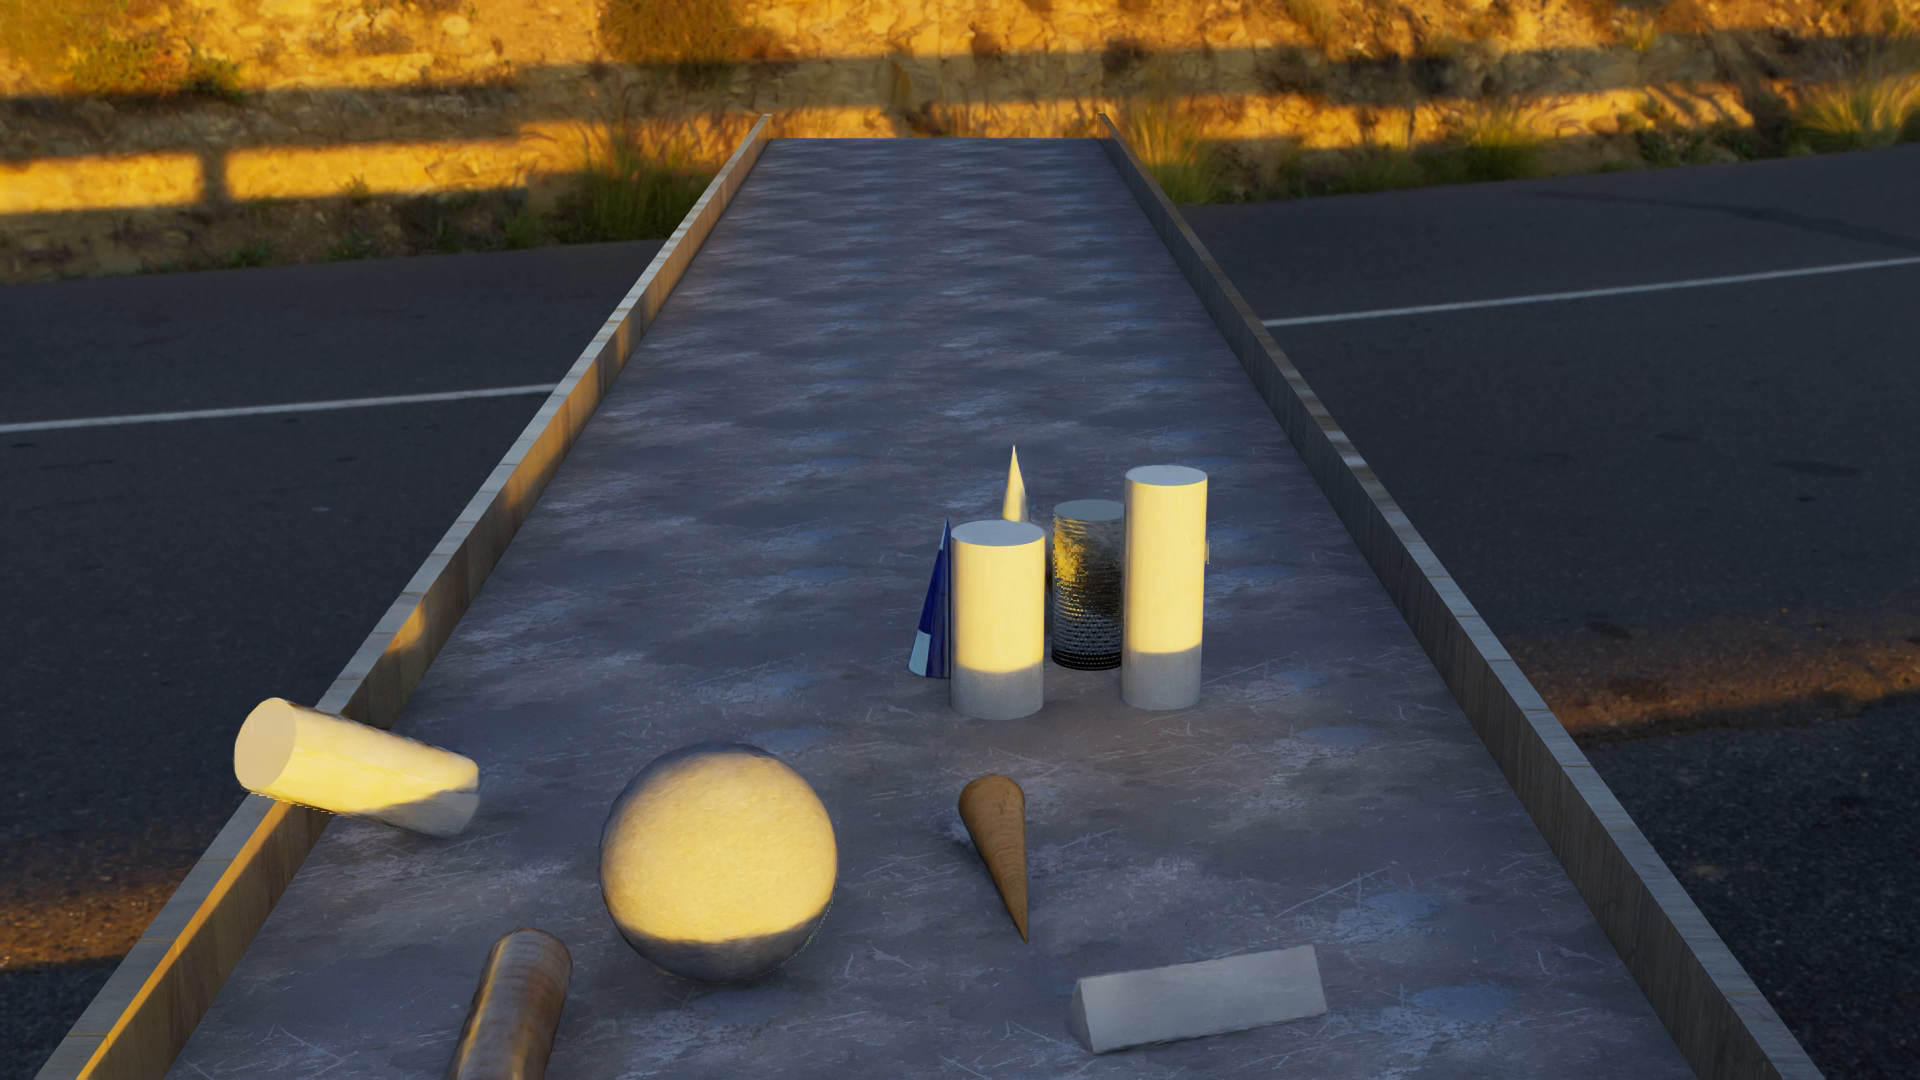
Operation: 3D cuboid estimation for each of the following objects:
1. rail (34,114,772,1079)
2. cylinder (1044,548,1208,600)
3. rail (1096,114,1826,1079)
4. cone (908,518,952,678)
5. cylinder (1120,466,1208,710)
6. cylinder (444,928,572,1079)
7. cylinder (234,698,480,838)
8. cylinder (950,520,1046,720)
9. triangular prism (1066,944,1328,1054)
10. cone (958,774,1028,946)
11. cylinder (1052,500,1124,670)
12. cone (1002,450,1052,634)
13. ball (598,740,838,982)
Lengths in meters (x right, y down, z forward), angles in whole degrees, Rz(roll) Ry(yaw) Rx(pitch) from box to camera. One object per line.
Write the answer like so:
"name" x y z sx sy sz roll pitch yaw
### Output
"rail" -1.118 -0.838 7.780 0.050 0.150 12.000 0 17 -1
"cylinder" 0.338 0.039 4.625 0.337 0.140 0.140 -20 7 27
"rail" 0.932 -0.844 7.801 0.050 0.150 12.000 0 17 -1
"cone" -0.025 0.102 4.342 0.158 0.308 0.158 0 17 0
"cylinder" 0.384 0.089 4.159 0.153 0.437 0.153 0 17 0
"cylinder" -0.586 0.648 2.842 0.118 0.118 0.410 -1 17 -2
"cylinder" -0.942 0.363 3.460 0.144 0.144 0.372 14 -9 40
"cylinder" 0.070 0.149 4.136 0.176 0.337 0.176 0 17 0
"triangular prism" 0.323 0.612 2.993 0.346 0.085 0.098 -5 13 -18
"cone" 0.075 0.514 3.402 0.110 0.110 0.411 -2 24 -7
"cylinder" 0.262 0.089 4.386 0.155 0.309 0.155 0 17 0
"cone" 0.117 -0.008 4.535 0.156 0.395 0.156 -2 23 1
"ball" -0.342 0.453 3.111 0.337 0.337 0.337 0 17 0
